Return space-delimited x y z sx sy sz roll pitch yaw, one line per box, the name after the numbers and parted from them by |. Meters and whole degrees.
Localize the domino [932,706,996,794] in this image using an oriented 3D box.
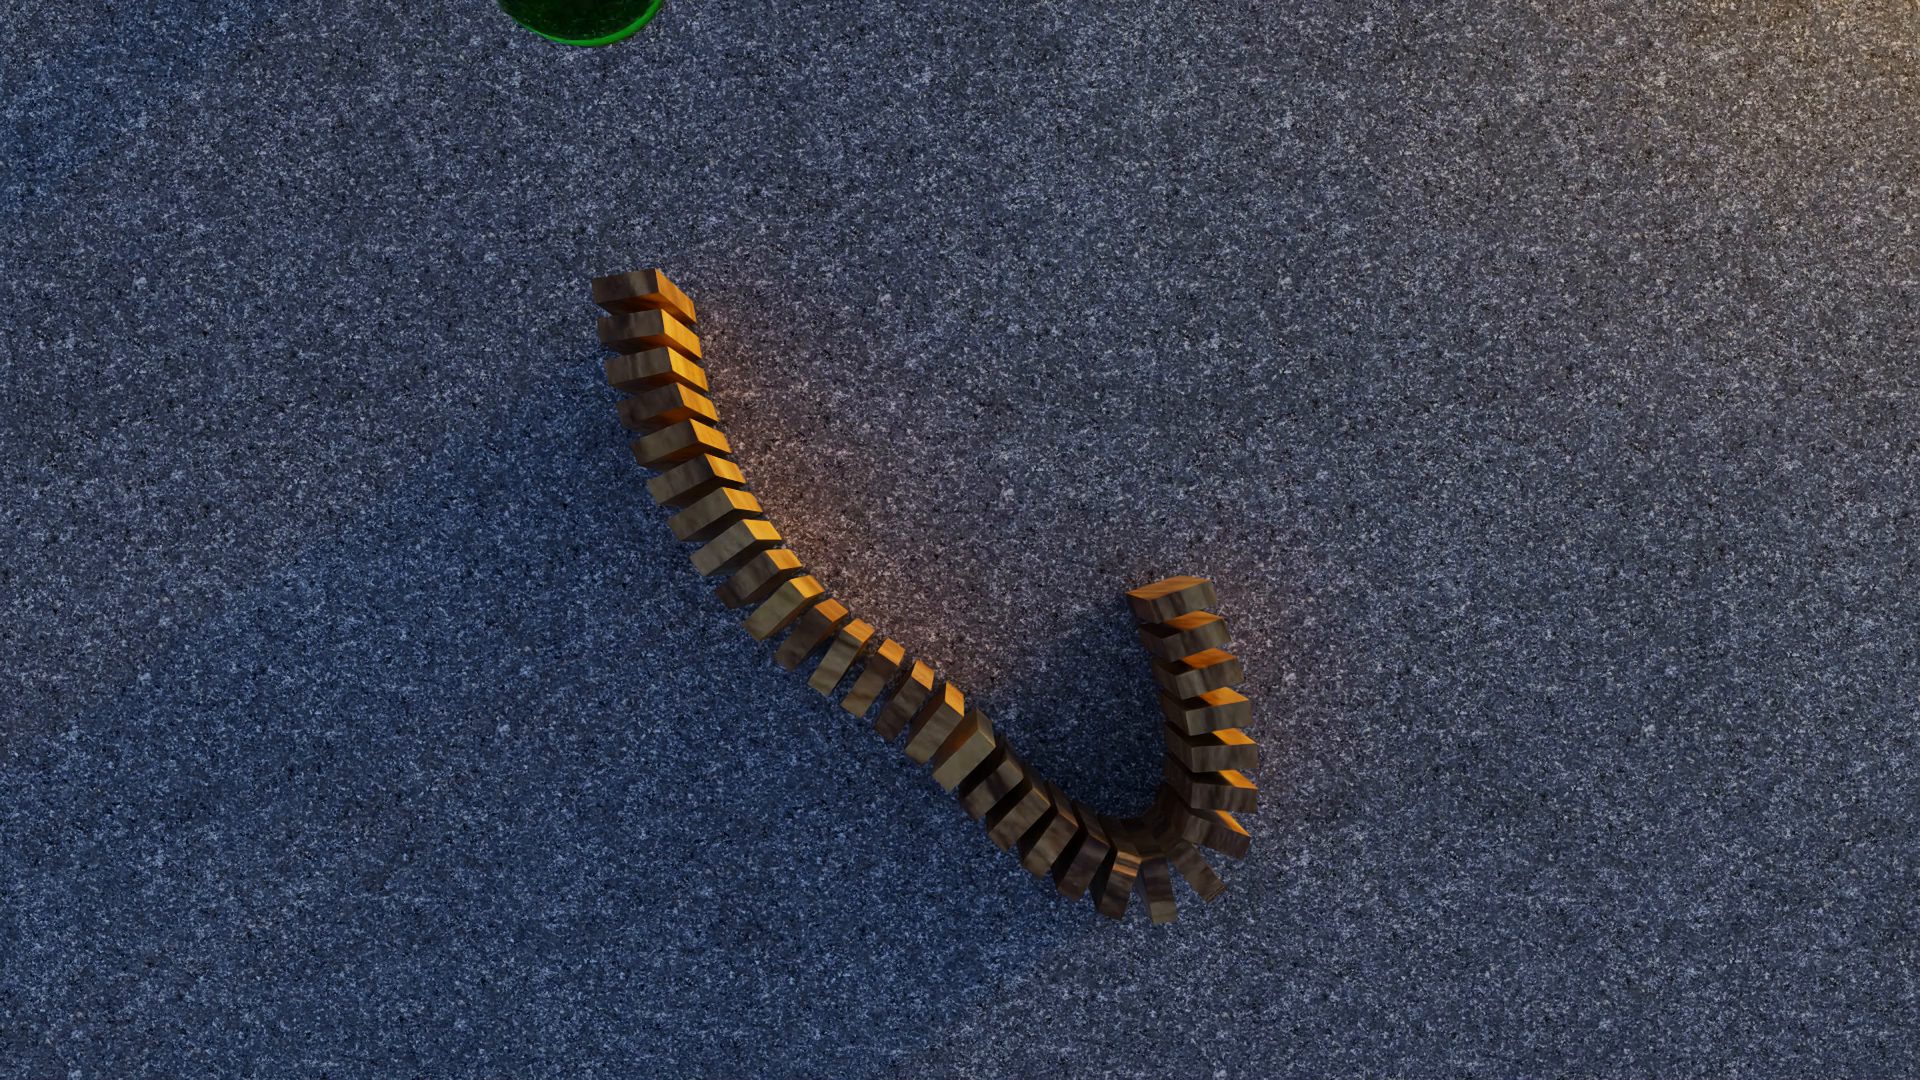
0.001 0.085 0.375 0.025 0.050 0.009 -45 90 0 | domino

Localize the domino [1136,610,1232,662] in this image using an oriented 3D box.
0.091 0.038 0.375 0.025 0.050 0.009 -19 90 0 | domino

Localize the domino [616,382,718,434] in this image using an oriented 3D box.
-0.119 -0.052 0.375 0.025 0.050 0.010 -19 90 0 | domino

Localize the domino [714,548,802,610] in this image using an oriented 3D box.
-0.081 0.015 0.375 0.025 0.050 0.009 -39 90 0 | domino

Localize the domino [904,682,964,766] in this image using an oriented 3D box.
-0.010 0.074 0.375 0.009 0.050 0.025 40 90 0 | domino

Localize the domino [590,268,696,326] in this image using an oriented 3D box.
-0.128 -0.097 0.375 0.025 0.050 0.009 -10 90 0 | domino

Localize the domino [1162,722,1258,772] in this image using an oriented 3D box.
0.101 0.083 0.375 0.025 0.050 0.010 -4 90 0 | domino

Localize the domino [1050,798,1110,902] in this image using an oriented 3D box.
0.047 0.126 0.375 0.010 0.050 0.025 30 90 0 | domino

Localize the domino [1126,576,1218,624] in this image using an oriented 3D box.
0.085 0.024 0.375 0.025 0.050 0.010 -18 90 0 | domino

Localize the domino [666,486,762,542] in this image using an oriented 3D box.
-0.099 -0.010 0.375 0.025 0.050 0.009 -31 90 0 | domino

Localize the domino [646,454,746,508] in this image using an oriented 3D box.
-0.107 -0.023 0.375 0.025 0.050 0.009 -27 90 0 | domino

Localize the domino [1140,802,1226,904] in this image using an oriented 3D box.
0.090 0.127 0.375 0.010 0.050 0.025 -41 90 0 | domino

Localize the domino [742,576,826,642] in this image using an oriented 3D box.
-0.071 0.027 0.375 0.025 0.050 0.009 -43 90 0 | domino

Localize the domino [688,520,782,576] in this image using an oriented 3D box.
-0.091 0.003 0.375 0.025 0.050 0.010 -35 90 0 | domino

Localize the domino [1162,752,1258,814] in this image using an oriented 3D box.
0.101 0.099 0.375 0.025 0.050 0.010 5 90 0 | domino

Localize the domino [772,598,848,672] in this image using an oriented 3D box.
-0.060 0.038 0.375 0.010 0.050 0.025 40 90 0 | domino

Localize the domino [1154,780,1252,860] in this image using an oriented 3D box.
0.098 0.114 0.375 0.025 0.050 0.010 20 90 0 | domino

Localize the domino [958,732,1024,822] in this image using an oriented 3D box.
0.012 0.096 0.375 0.025 0.050 0.009 -42 90 0 | domino

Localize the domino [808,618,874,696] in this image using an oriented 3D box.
-0.048 0.047 0.375 0.010 0.050 0.025 33 90 0 | domino

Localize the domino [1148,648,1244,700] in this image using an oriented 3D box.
0.095 0.053 0.375 0.025 0.050 0.010 -17 90 0 | domino

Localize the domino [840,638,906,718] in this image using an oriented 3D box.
-0.035 0.056 0.375 0.009 0.050 0.025 35 90 0 | domino

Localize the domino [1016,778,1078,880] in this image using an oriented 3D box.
0.034 0.117 0.375 0.009 0.050 0.025 36 90 0 | domino

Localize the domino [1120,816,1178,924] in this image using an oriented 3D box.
0.076 0.134 0.375 0.009 0.050 0.025 -11 90 0 | domino

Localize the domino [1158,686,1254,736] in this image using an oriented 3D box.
0.099 0.068 0.375 0.025 0.050 0.010 -10 90 0 | domino

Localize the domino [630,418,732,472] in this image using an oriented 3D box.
-0.113 -0.037 0.375 0.025 0.050 0.010 -23 90 0 | domino

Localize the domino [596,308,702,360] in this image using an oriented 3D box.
-0.126 -0.082 0.375 0.025 0.050 0.009 -9 90 0 | domino

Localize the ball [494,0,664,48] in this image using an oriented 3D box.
-0.154 -0.239 0.360 0.080 0.080 0.080 0 90 0 | ball

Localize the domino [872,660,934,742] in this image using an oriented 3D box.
-0.022 0.065 0.375 0.009 0.050 0.025 37 90 0 | domino

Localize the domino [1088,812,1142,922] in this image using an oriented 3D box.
0.061 0.132 0.375 0.009 0.050 0.025 18 90 0 | domino

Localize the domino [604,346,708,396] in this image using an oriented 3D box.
-0.123 -0.067 0.375 0.025 0.050 0.009 -13 90 0 | domino

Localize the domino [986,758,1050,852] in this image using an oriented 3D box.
0.023 0.107 0.375 0.009 0.050 0.025 45 90 0 | domino
